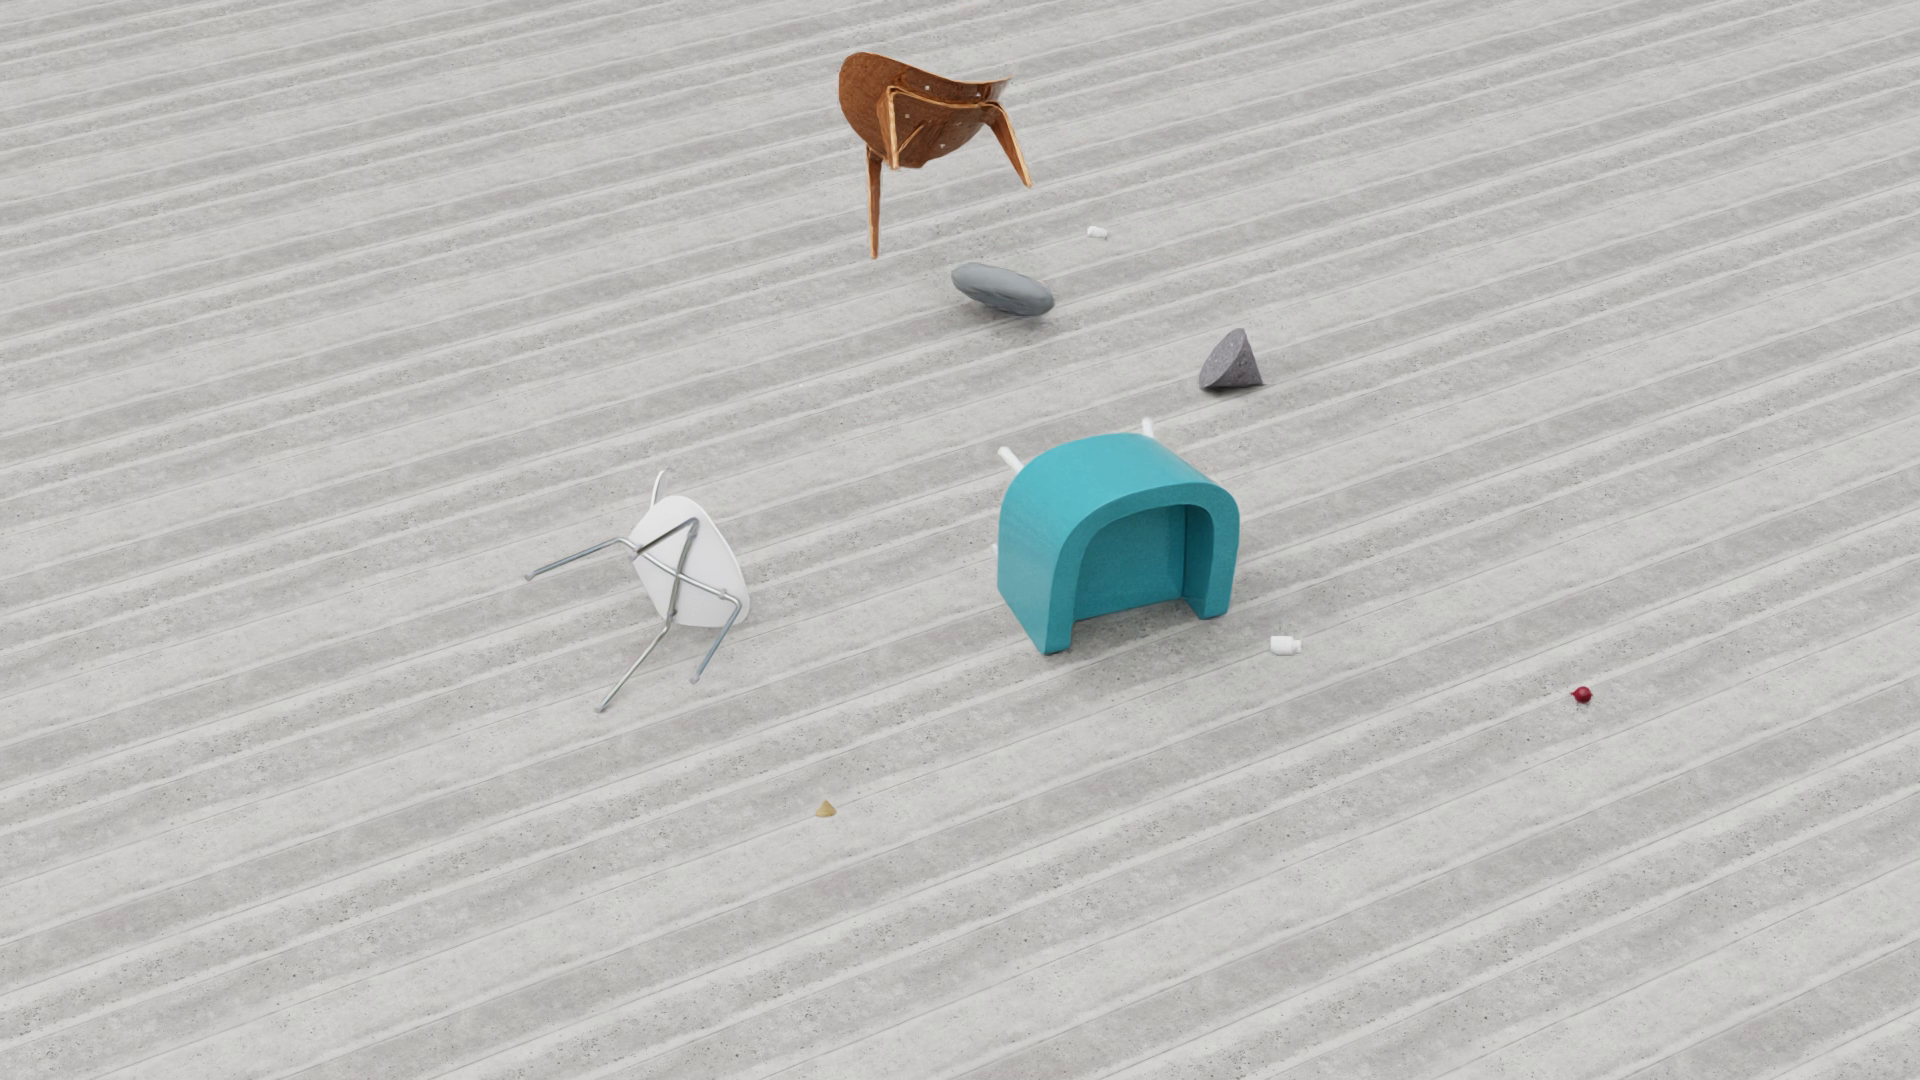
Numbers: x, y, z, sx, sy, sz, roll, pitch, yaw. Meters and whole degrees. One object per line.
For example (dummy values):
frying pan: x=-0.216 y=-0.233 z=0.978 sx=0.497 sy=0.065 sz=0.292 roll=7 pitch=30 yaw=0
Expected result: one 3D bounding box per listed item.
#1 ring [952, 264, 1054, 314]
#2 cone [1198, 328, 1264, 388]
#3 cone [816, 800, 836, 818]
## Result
ring: x=0.179 y=-1.046 z=12.237 sx=0.463 sy=0.113 sz=0.375 roll=16 pitch=-7 yaw=24
cone: x=1.145 y=-0.681 z=11.863 sx=0.219 sy=0.314 sz=0.273 roll=32 pitch=54 yaw=-16
cone: x=-0.438 y=0.868 z=9.573 sx=0.074 sy=0.060 sz=0.042 roll=-7 pitch=34 yaw=-11
